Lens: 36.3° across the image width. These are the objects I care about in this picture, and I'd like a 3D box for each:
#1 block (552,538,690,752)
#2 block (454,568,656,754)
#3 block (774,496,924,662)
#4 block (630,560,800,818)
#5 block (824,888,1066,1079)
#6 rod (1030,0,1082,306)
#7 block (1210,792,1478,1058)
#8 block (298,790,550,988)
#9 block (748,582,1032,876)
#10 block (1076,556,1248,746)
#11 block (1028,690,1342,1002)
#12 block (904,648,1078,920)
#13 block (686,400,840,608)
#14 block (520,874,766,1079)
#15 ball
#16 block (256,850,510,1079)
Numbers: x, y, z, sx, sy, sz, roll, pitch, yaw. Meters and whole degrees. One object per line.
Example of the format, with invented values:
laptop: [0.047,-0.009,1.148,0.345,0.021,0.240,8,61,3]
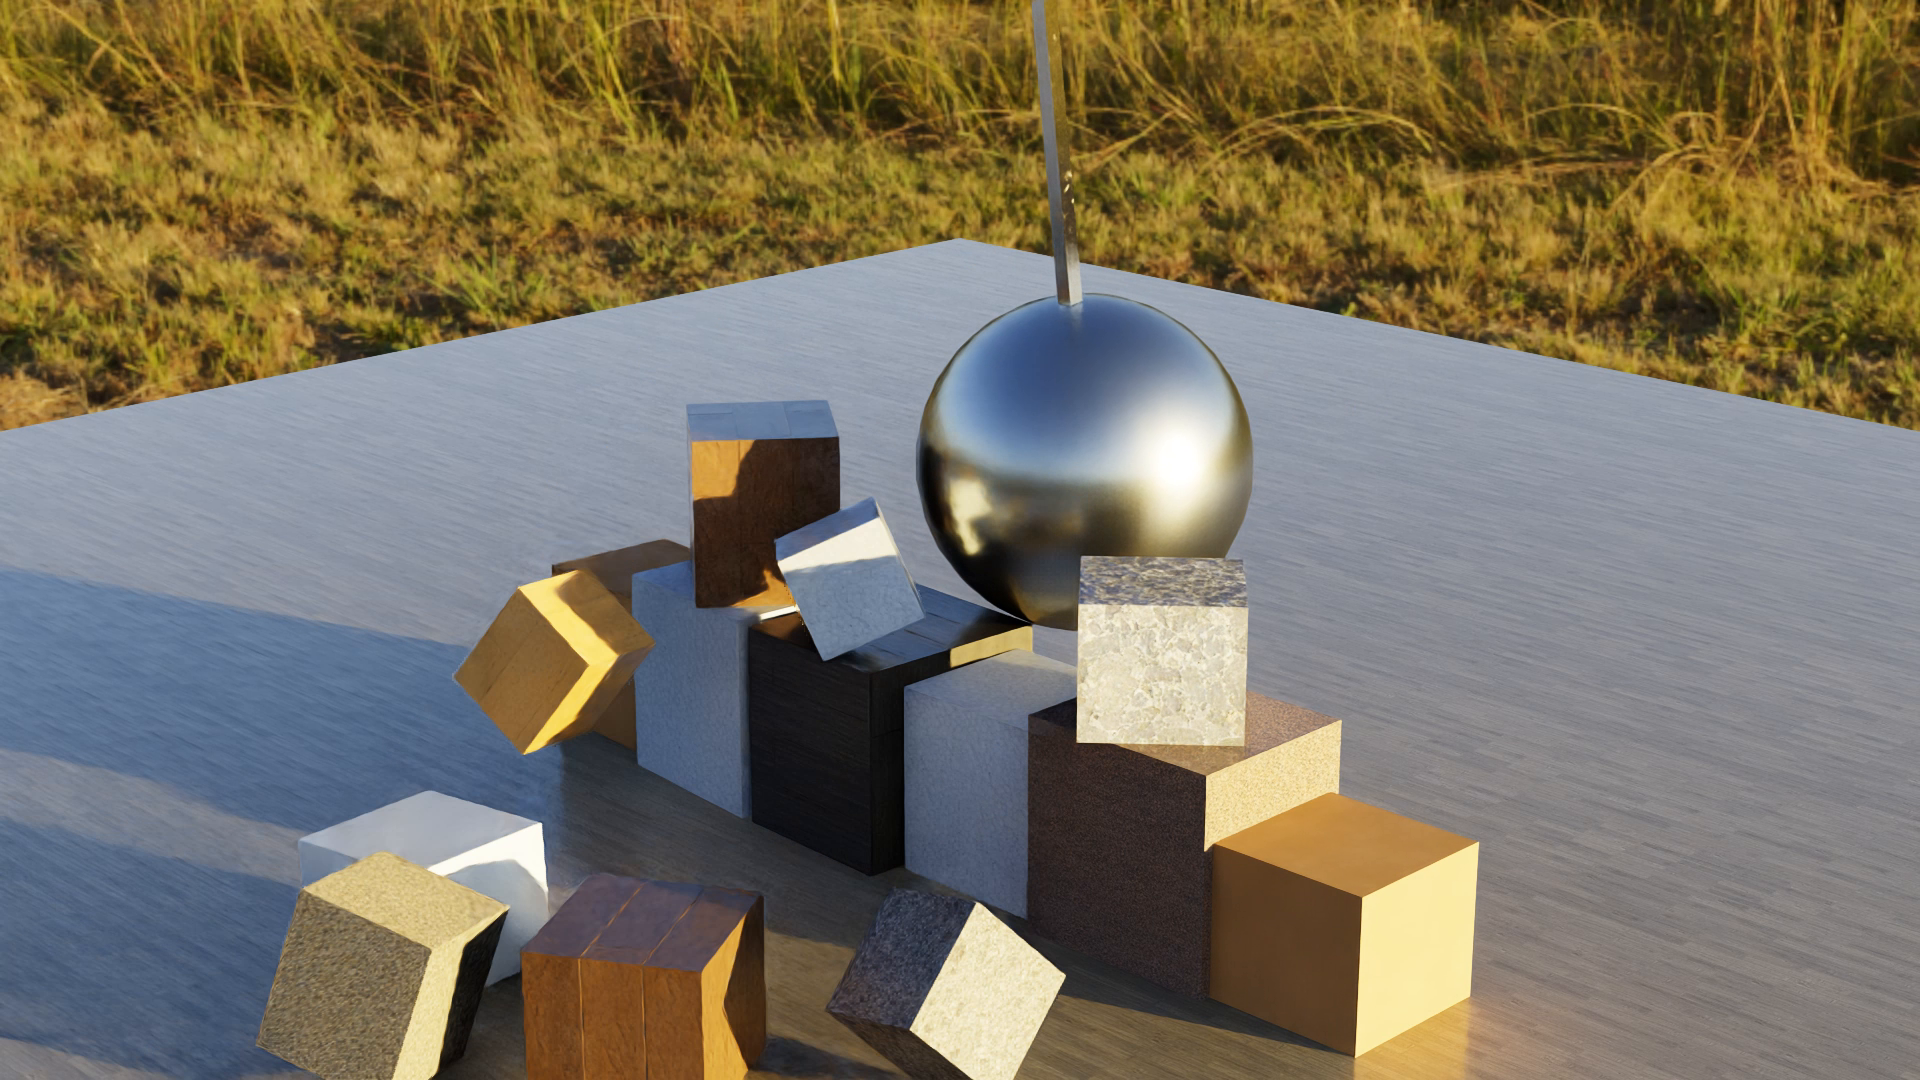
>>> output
block: [-1.569,0.548,15.230,0.712,0.821,0.844,-14,23,-38]
block: [-1.855,0.550,13.444,0.496,0.596,0.525,46,27,14]
block: [-0.505,0.173,13.344,0.500,0.509,0.428,-24,15,1]
block: [-0.975,0.665,14.552,0.932,1.006,0.904,-14,22,-37]
block: [-0.056,1.748,11.319,0.523,0.555,0.554,1,55,50]
rod: [0.254,-3.479,12.515,0.080,5.200,0.080,17,32,42]
block: [1.588,1.577,12.161,0.765,0.699,0.778,17,24,42]
block: [-2.260,1.519,12.421,0.728,0.612,0.711,10,20,39]
block: [-0.327,0.873,13.920,1.017,0.988,0.870,-15,23,-40]
block: [0.856,0.464,12.475,0.698,0.610,0.658,1,17,3]
block: [0.962,1.242,12.706,0.993,1.012,0.895,16,24,42]
block: [0.307,1.101,13.349,0.744,0.895,0.844,-16,24,-42]
block: [-0.955,-0.183,14.201,0.693,0.822,0.691,-2,18,-7]
block: [-1.226,1.800,11.493,0.723,0.671,0.741,4,18,14]
ball: [0.587,-0.366,13.842,1.600,1.600,1.600,0,17,0]
block: [-2.242,1.693,11.409,0.580,0.672,0.644,22,14,14]
